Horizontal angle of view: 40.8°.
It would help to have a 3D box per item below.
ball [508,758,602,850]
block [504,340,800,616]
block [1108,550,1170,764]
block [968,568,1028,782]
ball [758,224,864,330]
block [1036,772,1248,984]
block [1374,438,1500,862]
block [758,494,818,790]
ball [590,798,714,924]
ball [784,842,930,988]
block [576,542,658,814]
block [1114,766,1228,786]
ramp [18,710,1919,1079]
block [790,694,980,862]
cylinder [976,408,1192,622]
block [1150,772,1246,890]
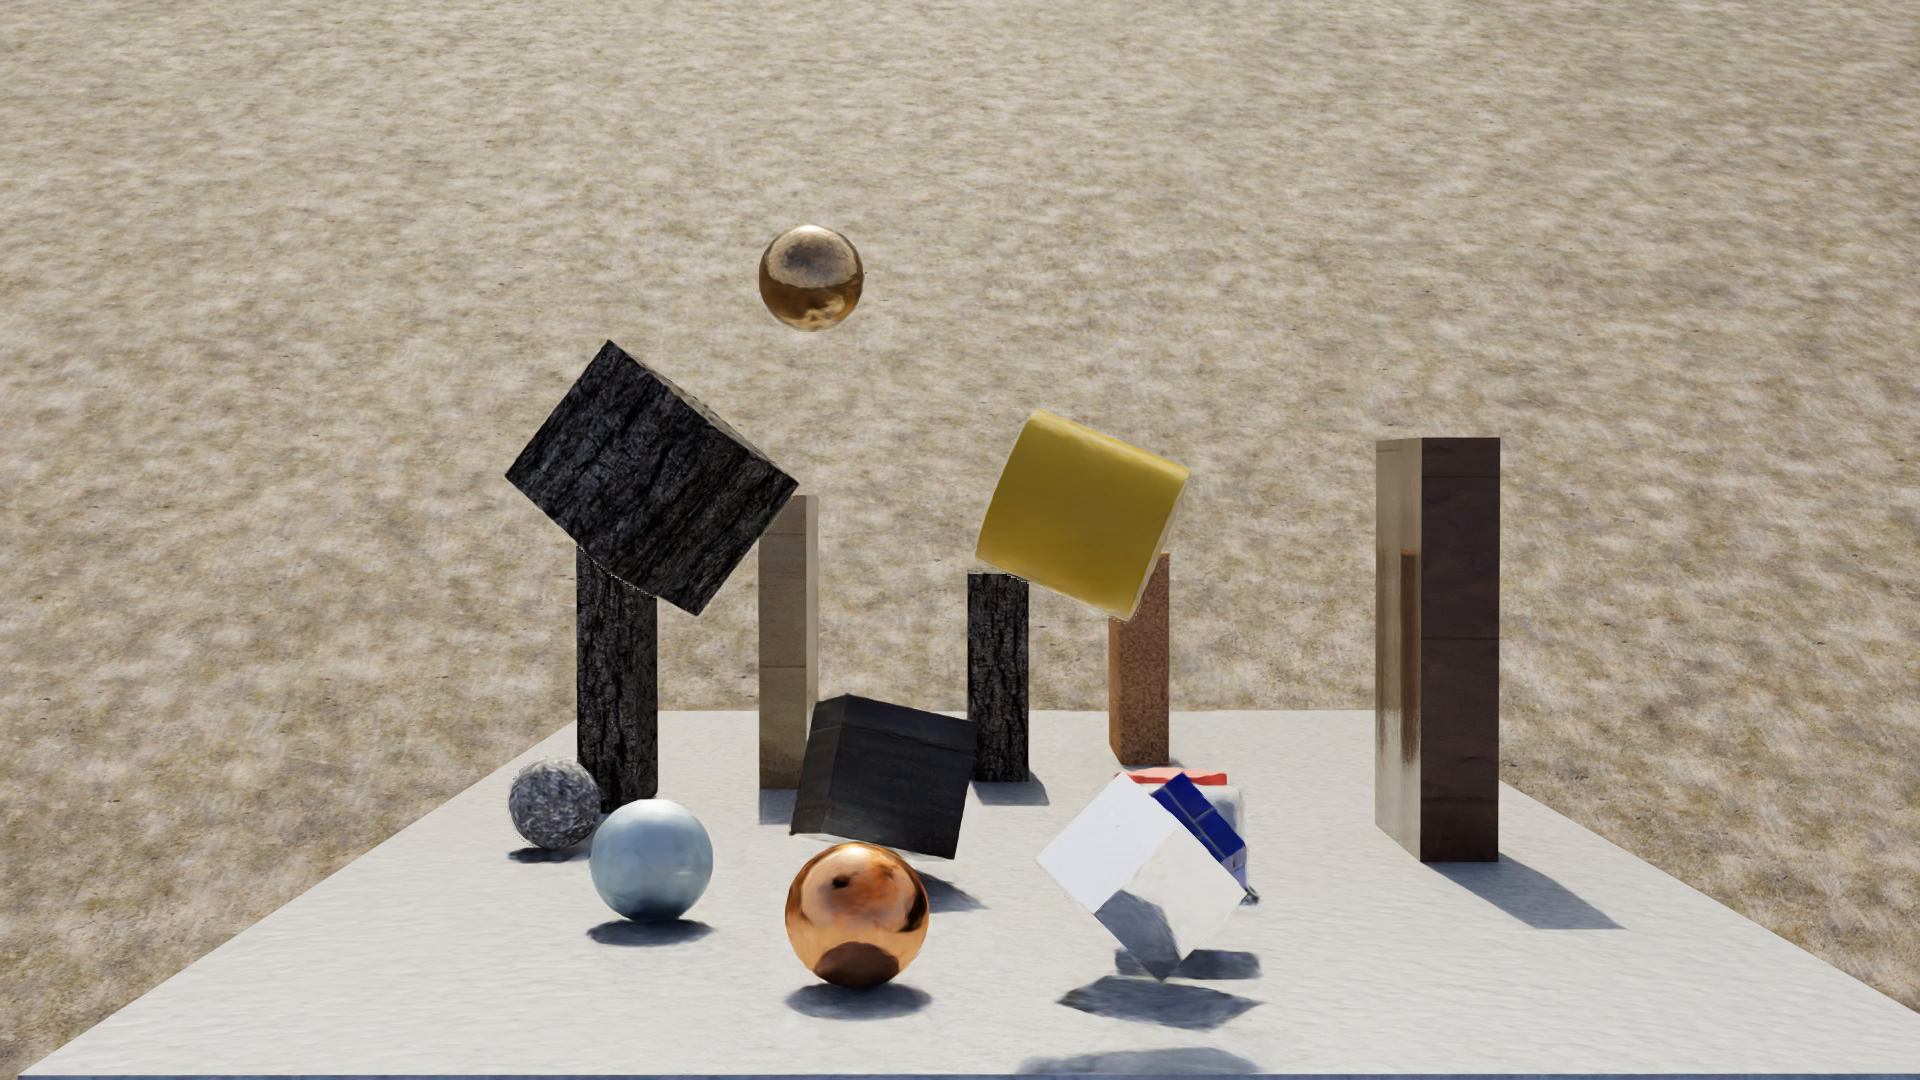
[{"bbox_3d":[-0.648,0.421,4.129,0.146,0.146,0.146,0,26,0],"label":"ball"},{"bbox_3d":[-0.325,-0.064,2.736,0.181,0.181,0.181,39,2,30],"label":"block"},{"bbox_3d":[0.382,0.240,5.549,0.101,0.438,0.443,0,1,0],"label":"block"},{"bbox_3d":[0.075,0.265,5.190,0.119,0.406,0.321,0,1,0],"label":"block"},{"bbox_3d":[-0.160,-0.282,2.770,0.114,0.114,0.114,0,26,0],"label":"ball"},{"bbox_3d":[0.213,0.395,3.032,0.146,0.146,0.146,-45,32,-4],"label":"block"},{"bbox_3d":[0.770,0.164,4.189,0.121,0.655,0.431,0,1,0],"label":"block"},{"bbox_3d":[-0.338,0.190,5.123,0.091,0.560,0.425,0,1,0],"label":"block"},{"bbox_3d":[-0.412,0.428,3.446,0.165,0.165,0.165,0,26,0],"label":"ball"},{"bbox_3d":[-0.120,0.437,3.008,0.169,0.169,0.169,0,26,0],"label":"ball"},{"bbox_3d":[-0.625,0.183,4.718,0.104,0.594,0.335,0,1,0],"label":"block"},{"bbox_3d":[0.332,0.431,4.066,0.128,0.128,0.128,1,2,40],"label":"block"},{"bbox_3d":[0.059,0.533,4.570,2.000,0.100,4.000,0,1,0],"label":"ramp"},{"bbox_3d":[-0.114,0.354,3.814,0.202,0.202,0.202,13,-11,-15],"label":"block"},{"bbox_3d":[0.145,-0.030,3.027,0.193,0.193,0.193,23,30,7],"label":"cylinder"},{"bbox_3d":[0.271,0.402,3.252,0.128,0.128,0.128,-33,60,-14],"label":"block"}]
